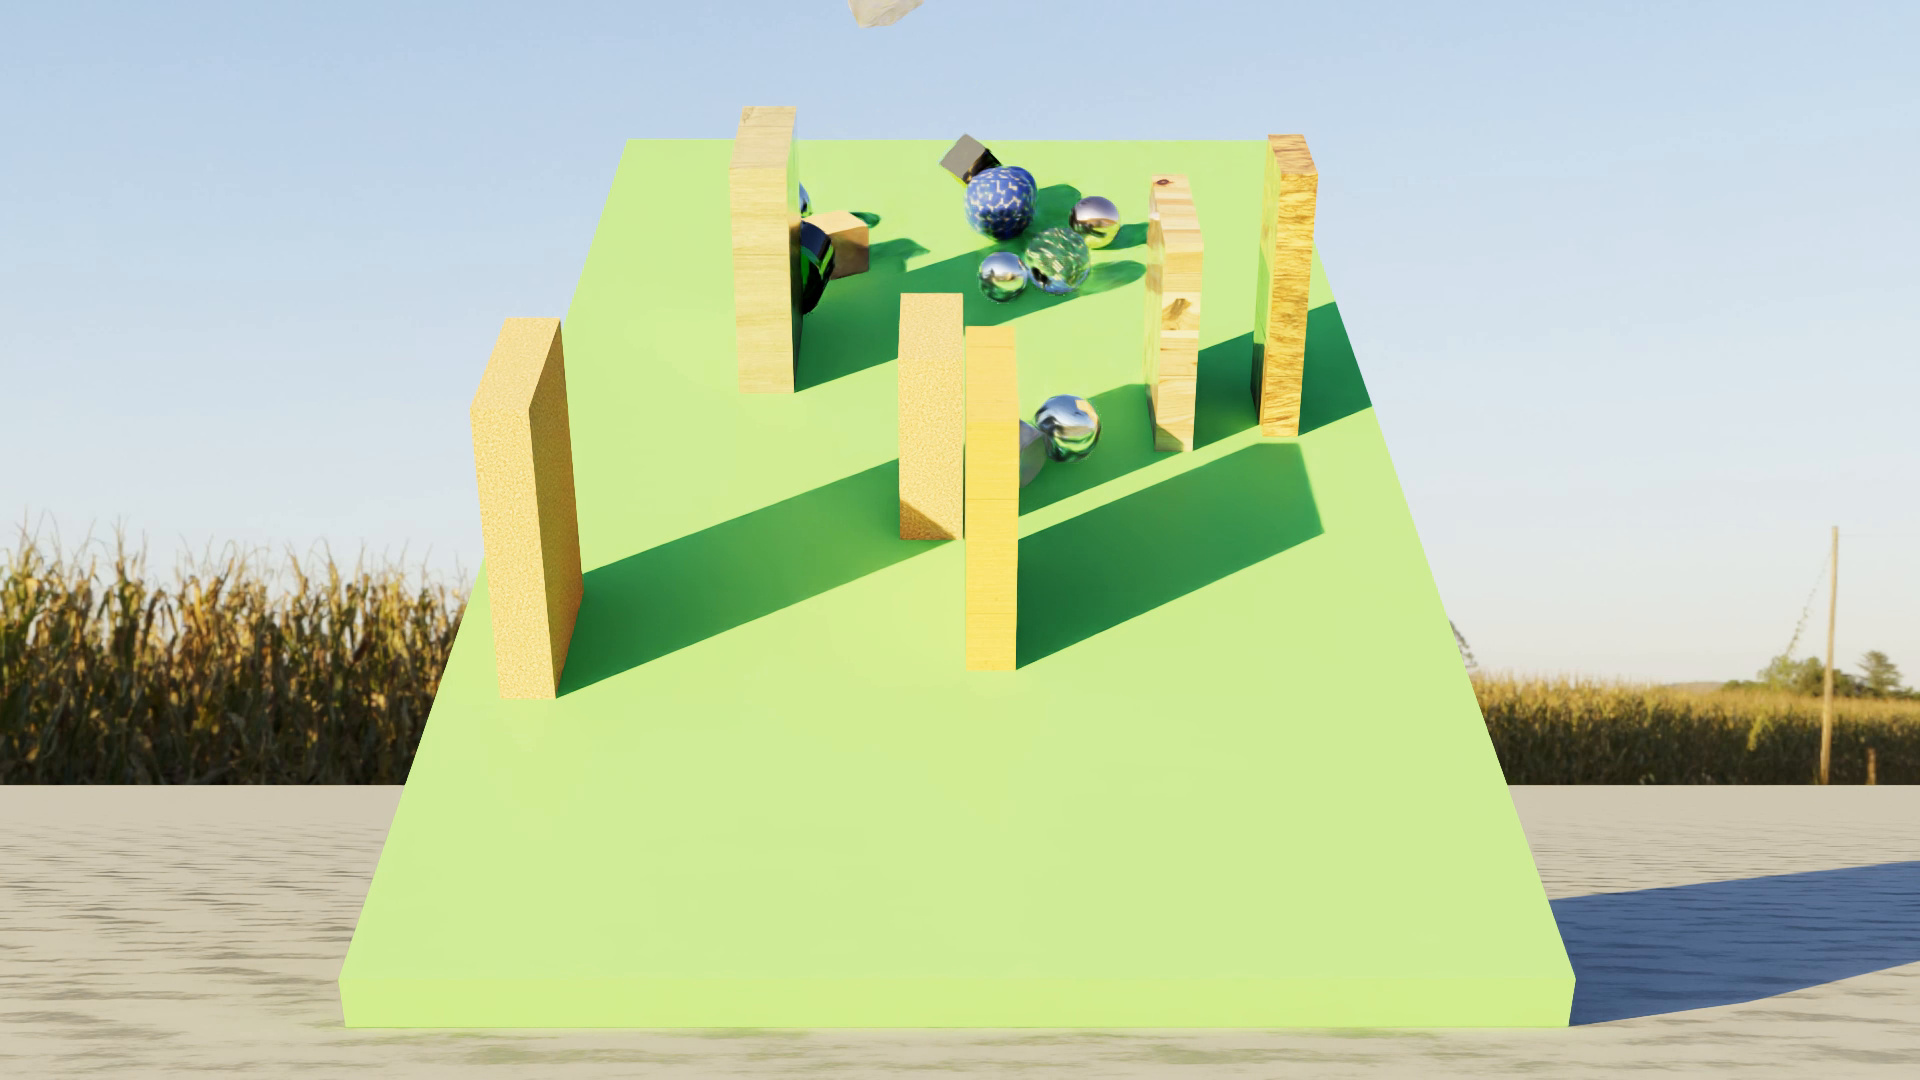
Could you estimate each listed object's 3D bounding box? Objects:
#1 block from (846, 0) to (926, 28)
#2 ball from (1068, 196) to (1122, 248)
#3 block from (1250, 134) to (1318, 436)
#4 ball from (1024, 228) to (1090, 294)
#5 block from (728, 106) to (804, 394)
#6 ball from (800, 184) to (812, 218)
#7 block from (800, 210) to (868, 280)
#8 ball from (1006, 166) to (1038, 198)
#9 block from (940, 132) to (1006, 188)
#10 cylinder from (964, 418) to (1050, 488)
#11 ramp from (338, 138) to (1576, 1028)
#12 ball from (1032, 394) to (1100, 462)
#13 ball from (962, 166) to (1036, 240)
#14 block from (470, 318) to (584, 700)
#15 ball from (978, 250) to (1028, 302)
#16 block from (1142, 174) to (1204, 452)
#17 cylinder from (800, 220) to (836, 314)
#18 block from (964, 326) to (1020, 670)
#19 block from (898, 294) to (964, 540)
[{"bbox_3d":[-0.222,-1.617,6.999,0.174,0.174,0.174,-28,-3,32],"label":"block"},{"bbox_3d":[0.370,-0.872,6.585,0.145,0.145,0.145,0,-6,0],"label":"ball"},{"bbox_3d":[0.747,-0.586,5.556,0.082,0.646,0.260,0,29,0],"label":"block"},{"bbox_3d":[0.256,-0.734,6.304,0.175,0.175,0.175,0,-6,0],"label":"ball"},{"bbox_3d":[-0.467,-0.710,5.848,0.132,0.572,0.438,0,29,0],"label":"block"},{"bbox_3d":[-0.503,-0.907,6.589,0.197,0.197,0.197,0,-6,0],"label":"ball"},{"bbox_3d":[-0.338,-0.791,6.446,0.134,0.134,0.134,-17,33,-27],"label":"block"},{"bbox_3d":[0.151,-0.988,6.798,0.140,0.140,0.140,0,-6,0],"label":"ball"},{"bbox_3d":[0.038,-1.046,6.727,0.113,0.113,0.113,42,2,43],"label":"block"},{"bbox_3d":[0.106,-0.208,5.365,0.138,0.138,0.138,33,9,24],"label":"cylinder"},{"bbox_3d":[-0.012,-0.217,5.655,2.000,0.100,4.000,0,29,0],"label":"ramp"},{"bbox_3d":[0.239,-0.252,5.433,0.156,0.156,0.156,0,-6,0],"label":"ball"},{"bbox_3d":[0.108,-0.928,6.626,0.202,0.202,0.202,0,-6,0],"label":"ball"},{"bbox_3d":[-0.829,-0.064,4.635,0.106,0.617,0.408,0,29,0],"label":"block"},{"bbox_3d":[0.112,-0.688,6.265,0.132,0.132,0.132,0,-6,0],"label":"ball"},{"bbox_3d":[0.492,-0.534,5.596,0.085,0.514,0.435,0,29,0],"label":"block"},{"bbox_3d":[-0.433,-0.703,6.219,0.192,0.192,0.192,-1,29,9],"label":"cylinder"},{"bbox_3d":[0.060,-0.087,4.760,0.097,0.541,0.435,0,29,0],"label":"block"},{"bbox_3d":[-0.062,-0.270,5.208,0.134,0.426,0.344,0,29,0],"label":"block"}]
